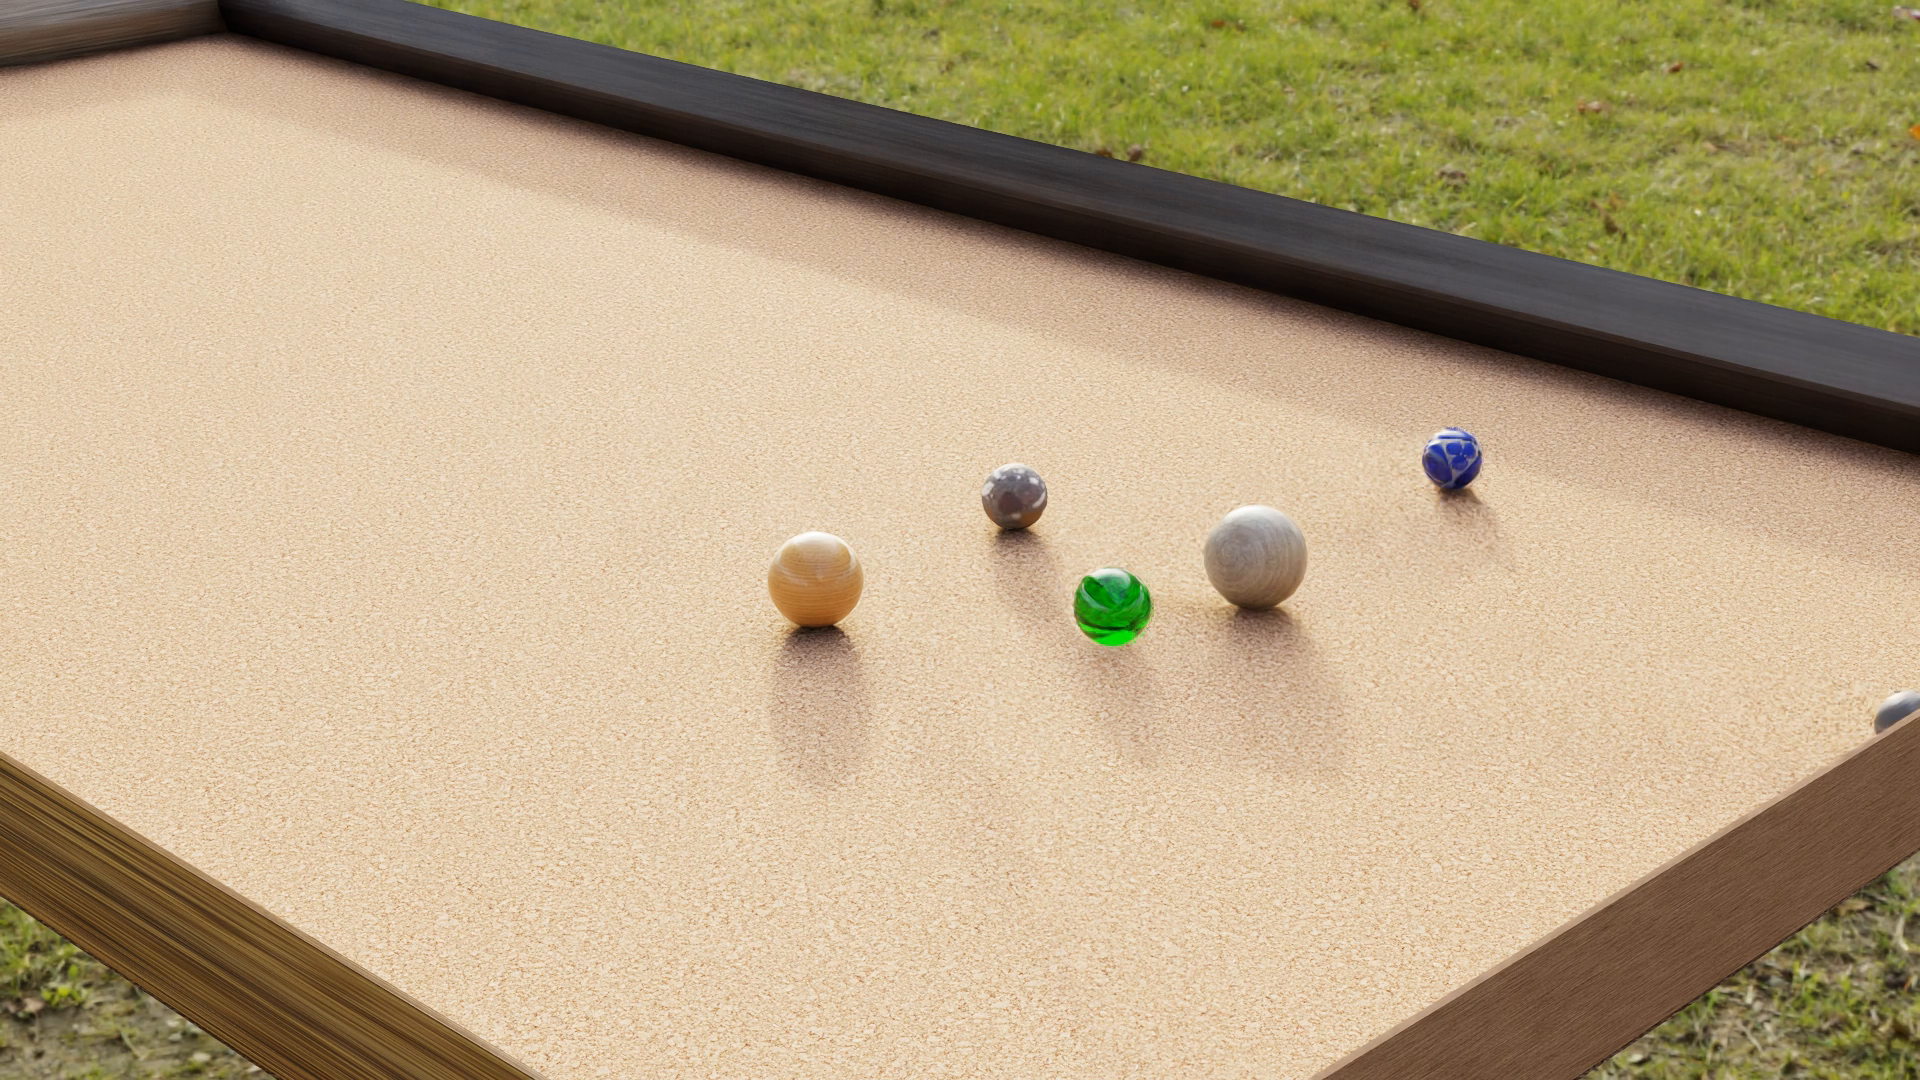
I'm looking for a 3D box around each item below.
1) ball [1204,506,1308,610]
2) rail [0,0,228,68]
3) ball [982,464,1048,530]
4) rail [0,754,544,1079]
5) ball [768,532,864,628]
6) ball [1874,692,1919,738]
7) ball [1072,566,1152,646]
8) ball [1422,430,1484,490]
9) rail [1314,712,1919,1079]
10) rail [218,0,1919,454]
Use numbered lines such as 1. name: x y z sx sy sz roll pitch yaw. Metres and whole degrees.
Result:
1. ball: 0.259 0.015 2.577 0.091 0.091 0.091 0 21 0
2. rail: -1.869 -0.683 4.358 0.045 0.119 1.832 19 28 41
3. ball: 0.051 -0.041 2.764 0.062 0.062 0.062 0 21 0
4. rail: -1.255 -0.018 2.623 3.530 0.119 0.045 19 28 41
5. ball: -0.125 0.034 2.539 0.083 0.083 0.083 0 21 0
6. ball: 0.741 0.144 2.294 0.053 0.053 0.053 0 21 0
7. ball: 0.130 0.056 2.504 0.068 0.068 0.068 0 21 0
8. ball: 0.480 -0.079 2.867 0.059 0.059 0.059 0 21 0
9. rail: 0.612 0.192 2.076 0.045 0.119 1.832 19 28 41
10. rail: -0.002 -0.473 3.810 3.530 0.119 0.045 19 28 41
